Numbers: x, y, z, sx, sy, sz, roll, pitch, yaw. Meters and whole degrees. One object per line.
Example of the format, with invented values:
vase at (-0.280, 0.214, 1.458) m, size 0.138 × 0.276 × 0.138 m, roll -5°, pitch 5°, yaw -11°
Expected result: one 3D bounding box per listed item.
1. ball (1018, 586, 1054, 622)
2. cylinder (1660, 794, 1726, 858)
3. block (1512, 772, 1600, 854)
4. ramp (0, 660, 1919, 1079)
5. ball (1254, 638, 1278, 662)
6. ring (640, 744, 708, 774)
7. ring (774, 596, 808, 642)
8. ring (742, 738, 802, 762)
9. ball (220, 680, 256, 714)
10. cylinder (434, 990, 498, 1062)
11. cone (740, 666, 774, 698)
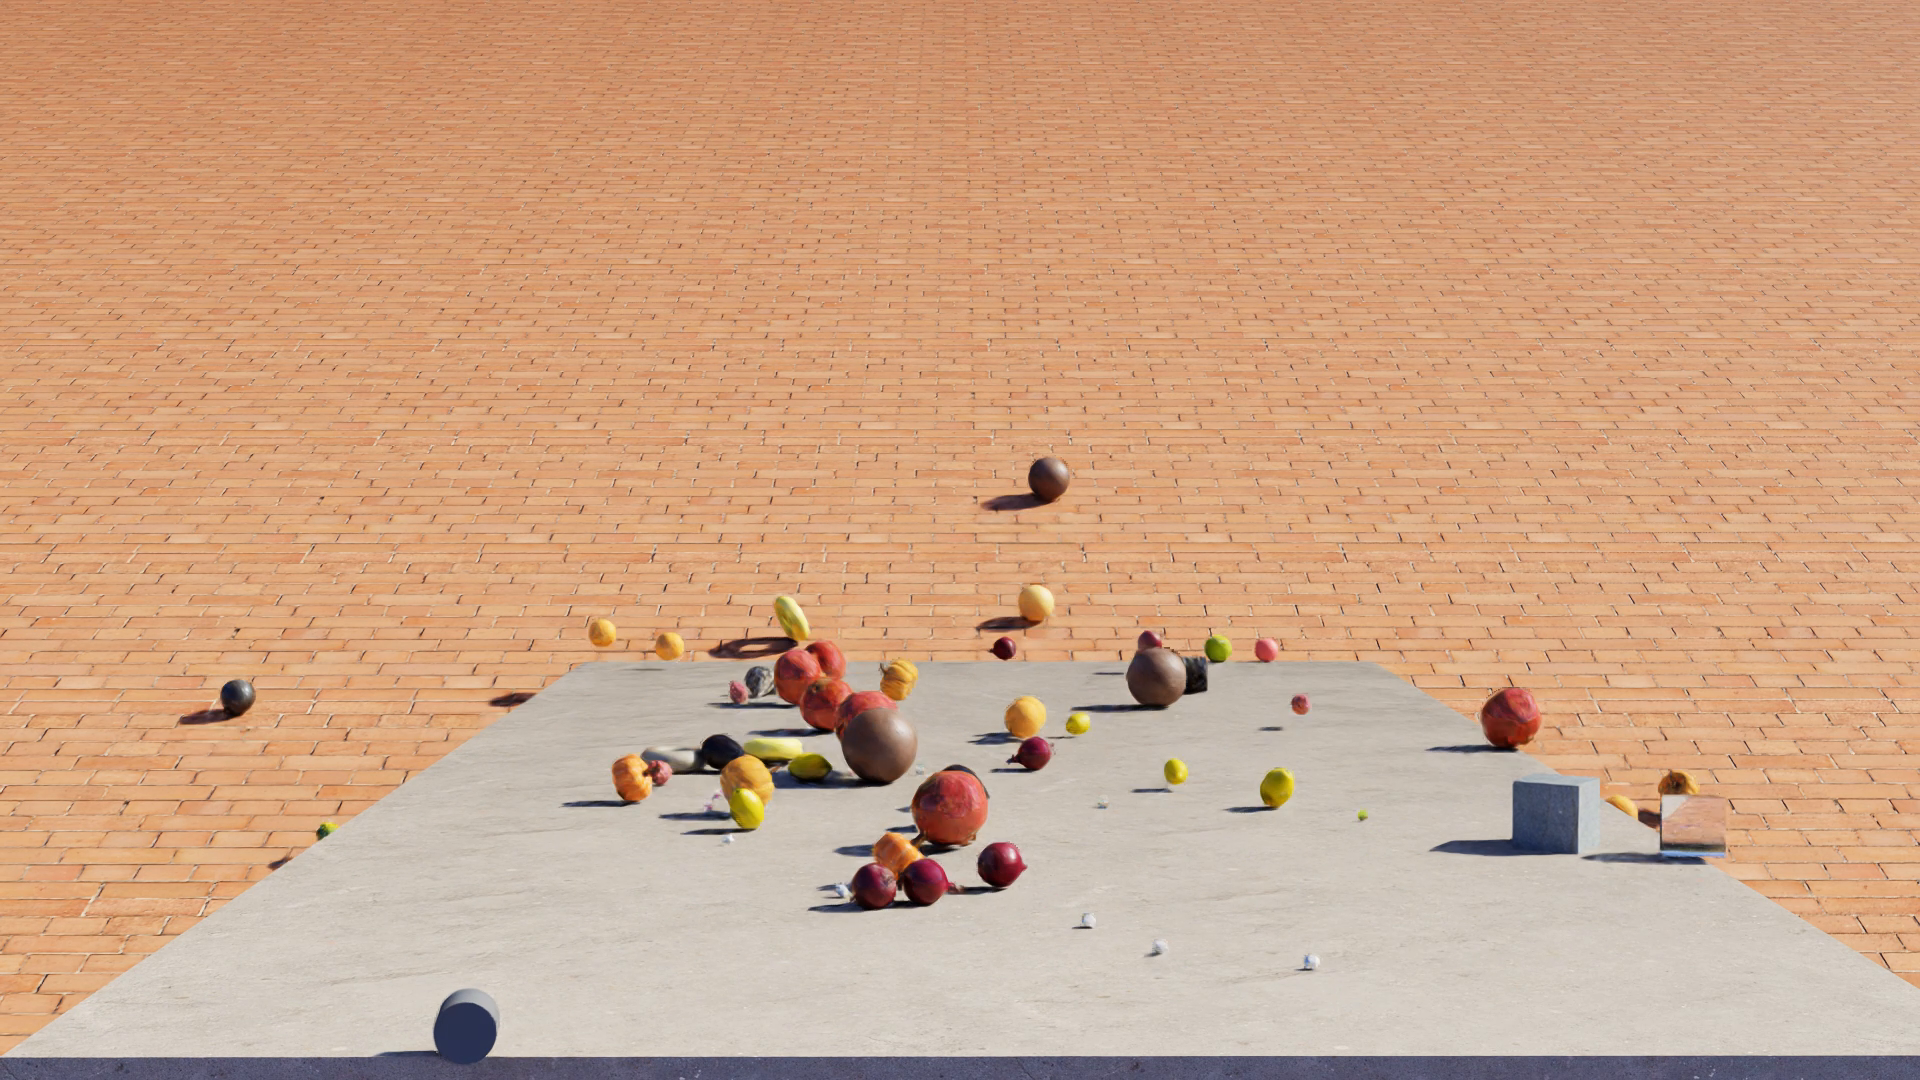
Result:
ball at (0.206, 0.172, 6.989) m, size 0.098 × 0.098 × 0.098 m, roll 0°, pitch 22°, yaw 0°
cylinder at (1.043, 0.406, 3.656) m, size 0.088 × 0.088 × 0.088 m, roll 0°, pitch 21°, yaw 18°
block at (0.870, 0.398, 3.751) m, size 0.098 × 0.098 × 0.098 m, roll 2°, pitch 3°, yaw 31°
ramp at (0.051, 0.458, 4.533) m, size 2.000 × 0.100 × 4.000 m, roll 0°, pitch 3°, yaw 0°
ball at (0.775, 0.279, 6.500) m, size 0.060 × 0.060 × 0.060 m, roll 0°, pitch 22°, yaw 0°
ring at (-0.506, 0.388, 4.550) m, size 0.120 × 0.040 × 0.120 m, roll 1°, pitch 3°, yaw 0°
ring at (-0.448, 0.210, 6.846) m, size 0.044 × 0.132 × 0.132 m, roll -30°, pitch 32°, yaw -20°
ring at (-0.338, 0.378, 4.630) m, size 0.110 × 0.037 × 0.110 m, roll -3°, pitch -9°, yaw 0°
ball at (-1.813, 0.393, 6.455) m, size 0.087 × 0.087 × 0.087 m, roll 0°, pitch 22°, yaw 0°
cylinder at (-0.485, 0.478, 2.532) m, size 0.061 × 0.061 × 0.061 m, roll -4°, pitch -1°, yaw -10°
cone at (-0.445, 0.332, 5.723) m, size 0.074 × 0.074 × 0.074 m, roll -6°, pitch 51°, yaw -14°
